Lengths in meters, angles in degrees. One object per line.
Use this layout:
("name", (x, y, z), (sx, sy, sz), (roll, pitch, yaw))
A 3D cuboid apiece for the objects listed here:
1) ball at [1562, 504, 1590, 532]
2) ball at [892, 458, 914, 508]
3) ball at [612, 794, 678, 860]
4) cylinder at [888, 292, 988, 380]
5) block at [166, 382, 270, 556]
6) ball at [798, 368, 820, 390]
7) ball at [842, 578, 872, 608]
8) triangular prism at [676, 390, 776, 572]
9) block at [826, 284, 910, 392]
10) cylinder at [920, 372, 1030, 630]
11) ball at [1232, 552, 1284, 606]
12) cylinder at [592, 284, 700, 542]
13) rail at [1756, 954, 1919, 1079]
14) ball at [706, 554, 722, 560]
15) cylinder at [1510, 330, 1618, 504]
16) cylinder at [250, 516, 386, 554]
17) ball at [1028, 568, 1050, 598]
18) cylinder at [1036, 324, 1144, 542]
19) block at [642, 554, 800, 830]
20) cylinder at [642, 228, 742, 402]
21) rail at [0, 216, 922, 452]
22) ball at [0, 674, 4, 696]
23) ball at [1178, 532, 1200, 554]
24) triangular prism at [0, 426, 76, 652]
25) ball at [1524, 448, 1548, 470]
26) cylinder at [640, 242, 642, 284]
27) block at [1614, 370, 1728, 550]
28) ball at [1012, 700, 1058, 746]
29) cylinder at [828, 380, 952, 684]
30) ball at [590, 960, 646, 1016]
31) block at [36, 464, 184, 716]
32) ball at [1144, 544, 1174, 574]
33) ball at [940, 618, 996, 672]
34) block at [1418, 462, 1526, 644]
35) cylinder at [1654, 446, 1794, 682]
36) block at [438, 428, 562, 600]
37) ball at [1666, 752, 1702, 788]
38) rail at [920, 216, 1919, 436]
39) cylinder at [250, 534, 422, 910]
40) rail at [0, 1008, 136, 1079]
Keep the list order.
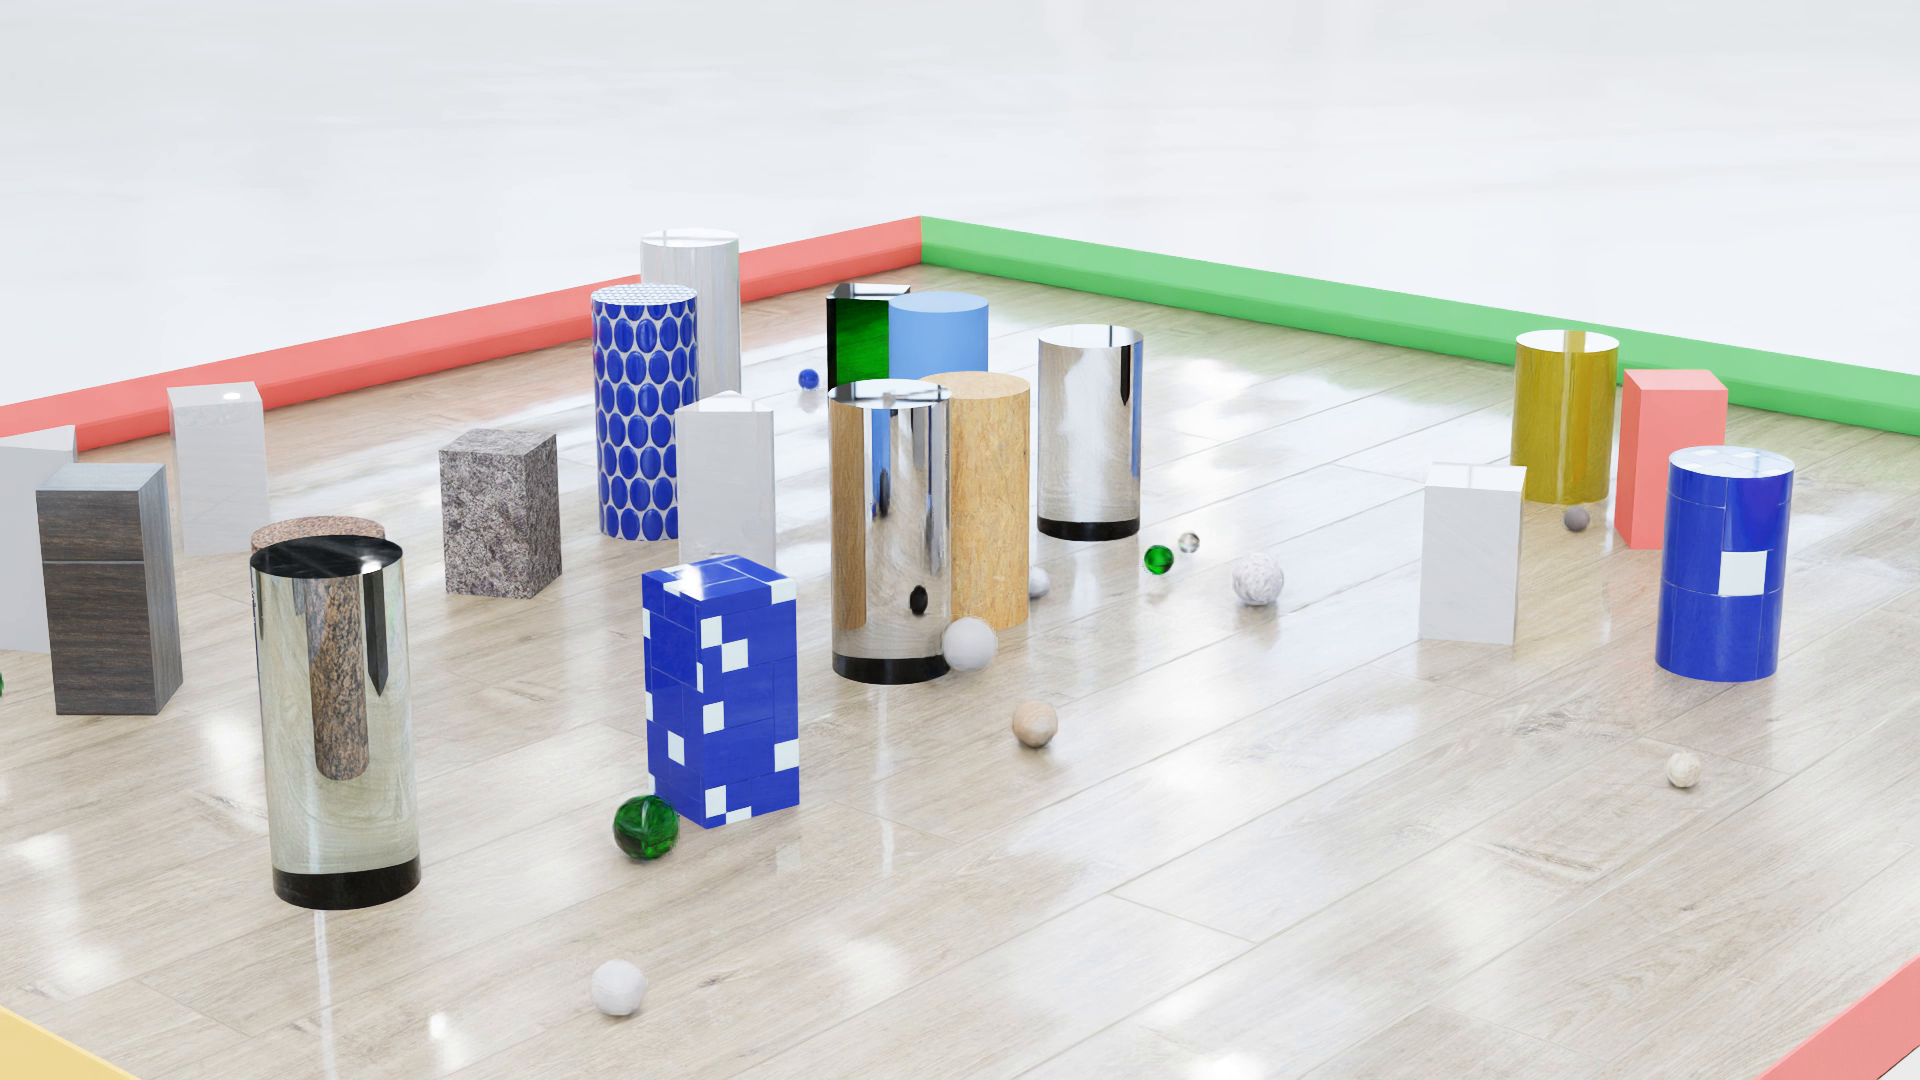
("ball", (1.156, -0.041, 5.499), (0.050, 0.050, 0.050), (0, 17, 0))
("ball", (-0.084, -0.110, 5.651), (0.094, 0.094, 0.094), (0, 17, 0))
("ball", (-0.429, 0.391, 3.996), (0.090, 0.090, 0.090), (0, 17, 0))
("cylinder", (-0.042, -0.291, 5.783), (0.196, 0.364, 0.196), (0, 17, 0))
("block", (-1.364, -0.132, 5.400), (0.156, 0.281, 0.156), (-6, 18, -18))
("ball", (-0.338, -0.360, 6.555), (0.050, 0.050, 0.050), (0, 17, 0))
("ball", (-0.178, 0.090, 5.061), (0.051, 0.051, 0.051), (0, 17, 0))
("triangular prism", (-0.413, -0.099, 5.242), (0.169, 0.310, 0.147), (0, 17, 0))
("block", (-0.199, -0.424, 6.431), (0.156, 0.246, 0.156), (3, 17, 9))
("cylinder", (0.021, -0.067, 4.970), (0.196, 0.404, 0.196), (0, 17, 0))
("ball", (0.515, 0.067, 5.068), (0.091, 0.091, 0.091), (0, 17, 0))
("cylinder", (-0.583, -0.240, 5.471), (0.196, 0.446, 0.196), (0, 17, 0))
("rail", (1.494, 0.406, 3.878), (0.045, 0.127, 4.290), (14, 22, 39))
("ball", (-0.427, 0.053, 5.178), (0.055, 0.055, 0.055), (0, 17, 0))
("cylinder", (1.178, -0.241, 5.726), (0.196, 0.302, 0.196), (0, 17, 0))
("cylinder", (-0.950, 0.149, 4.387), (0.196, 0.329, 0.196), (0, 17, 0))
("ball", (0.131, 0.074, 5.111), (0.053, 0.053, 0.053), (0, 17, 0))
("cylinder", (0.242, -0.201, 5.478), (0.196, 0.368, 0.196), (0, 17, 0))
("block", (-0.339, 0.213, 4.161), (0.156, 0.337, 0.156), (-12, 21, -35))
("cylinder", (-0.540, -0.385, 5.928), (0.196, 0.460, 0.196), (0, 17, 0))
("rail", (-1.494, -0.343, 6.362), (0.045, 0.127, 4.290), (14, 22, 39))
("ball", (-1.530, 0.226, 4.549), (0.088, 0.088, 0.088), (0, 17, 0))
("ball", (0.419, 0.004, 5.363), (0.041, 0.041, 0.041), (0, 17, 0))
("triangular prism", (-1.494, -0.003, 4.854), (0.169, 0.350, 0.147), (5, 17, 15))
("ball", (1.161, -0.163, 5.908), (0.046, 0.046, 0.046), (0, 17, 0))
("cylinder", (-0.573, -0.434, 6.204), (0.196, 0.396, 0.196), (0, 17, 0))
("block", (1.312, -0.150, 5.422), (0.156, 0.302, 0.156), (0, 17, 1))
("ball", (0.113, 0.276, 4.413), (0.070, 0.070, 0.070), (0, 17, 0))
("cylinder", (-0.111, -0.014, 4.709), (0.196, 0.455, 0.196), (0, 17, 0))
("ball", (-0.413, 0.540, 3.541), (0.068, 0.068, 0.068), (0, 17, 0))
("block", (-1.323, 0.076, 4.569), (0.156, 0.363, 0.156), (0, 17, 0))
("ball", (0.356, 0.035, 5.239), (0.055, 0.055, 0.055), (0, 17, 0))
("ball", (0.013, 0.168, 4.684), (0.088, 0.088, 0.088), (0, 17, 0))
("block", (0.860, 0.020, 4.923), (0.156, 0.265, 0.156), (4, 17, 13))
("cylinder", (1.234, 0.037, 4.738), (0.196, 0.340, 0.196), (0, 17, 0))
("block", (-0.806, -0.048, 5.157), (0.156, 0.260, 0.156), (4, 17, 13))
("ball", (1.050, 0.333, 4.255), (0.052, 0.052, 0.052), (0, 17, 0))
("rail", (1.391, -0.431, 6.654), (4.006, 0.127, 0.045), (14, 22, 39))
("cylinder", (-0.821, 0.239, 3.867), (0.196, 0.456, 0.196), (0, 17, 0))
("rail", (-1.391, 0.494, 3.587), (4.006, 0.127, 0.045), (14, 22, 39))
